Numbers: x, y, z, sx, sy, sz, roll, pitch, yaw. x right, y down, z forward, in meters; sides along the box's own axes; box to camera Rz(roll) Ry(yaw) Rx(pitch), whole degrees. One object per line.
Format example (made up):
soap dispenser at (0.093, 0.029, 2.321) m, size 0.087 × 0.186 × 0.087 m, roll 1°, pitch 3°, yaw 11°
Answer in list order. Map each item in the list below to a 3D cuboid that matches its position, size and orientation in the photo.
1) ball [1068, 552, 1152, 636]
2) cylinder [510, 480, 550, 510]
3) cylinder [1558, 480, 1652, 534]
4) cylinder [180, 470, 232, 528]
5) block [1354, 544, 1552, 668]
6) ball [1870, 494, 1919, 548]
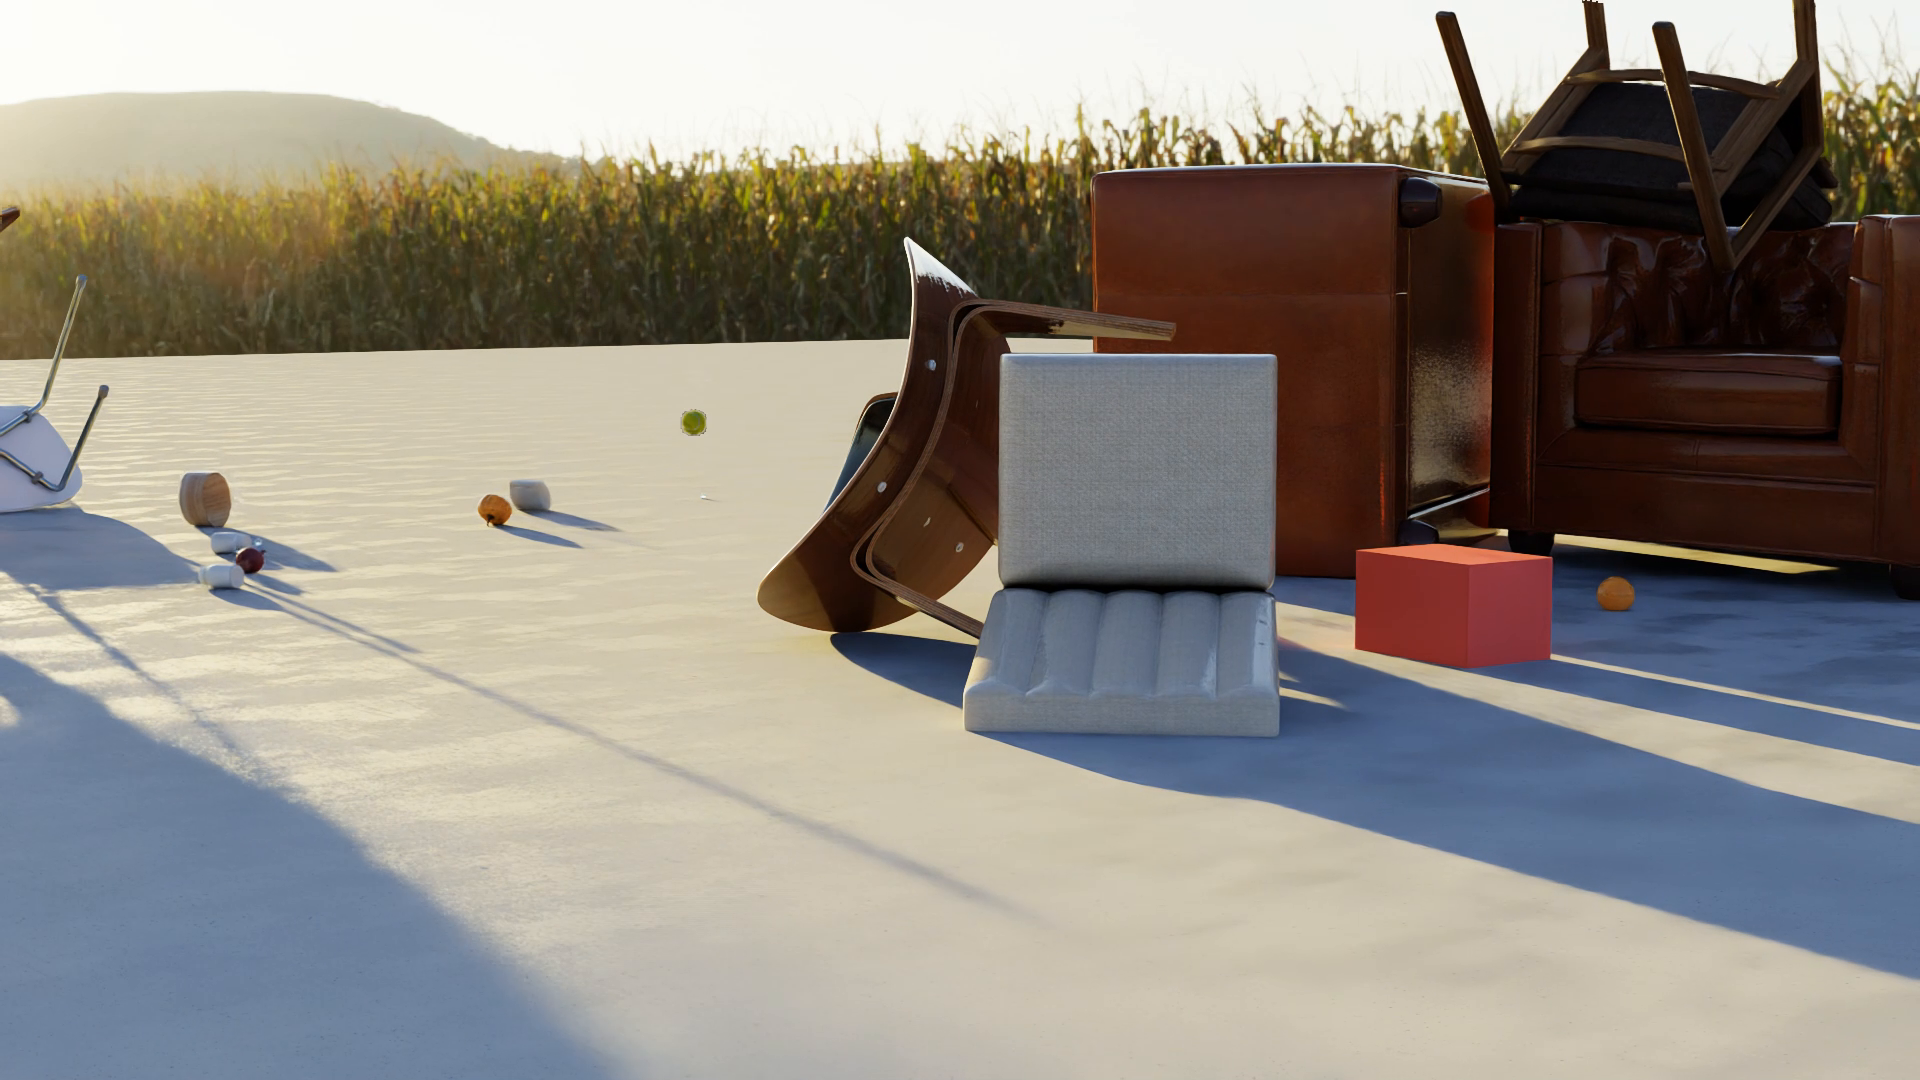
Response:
ball at (0.275, 0.099, 4.710) m, size 0.152 × 0.152 × 0.152 m, roll 0°, pitch 6°, yaw 0°
cylinder at (-1.209, -0.125, 7.214) m, size 0.088 × 0.101 × 0.059 m, roll 2°, pitch 47°, yaw 20°
cylinder at (1.668, -0.086, 6.630) m, size 0.186 × 0.122 × 0.180 m, roll 21°, pitch 17°, yaw 34°
cylinder at (-1.987, -0.109, 6.753) m, size 0.094 × 0.147 × 0.092 m, roll 4°, pitch 13°, yaw 34°
block at (0.858, 0.111, 4.472) m, size 0.199 × 0.176 × 0.276 m, roll -4°, pitch 7°, yaw -34°
ball at (2.279, -0.047, 6.232) m, size 0.130 × 0.130 × 0.130 m, roll 0°, pitch 6°, yaw 0°
